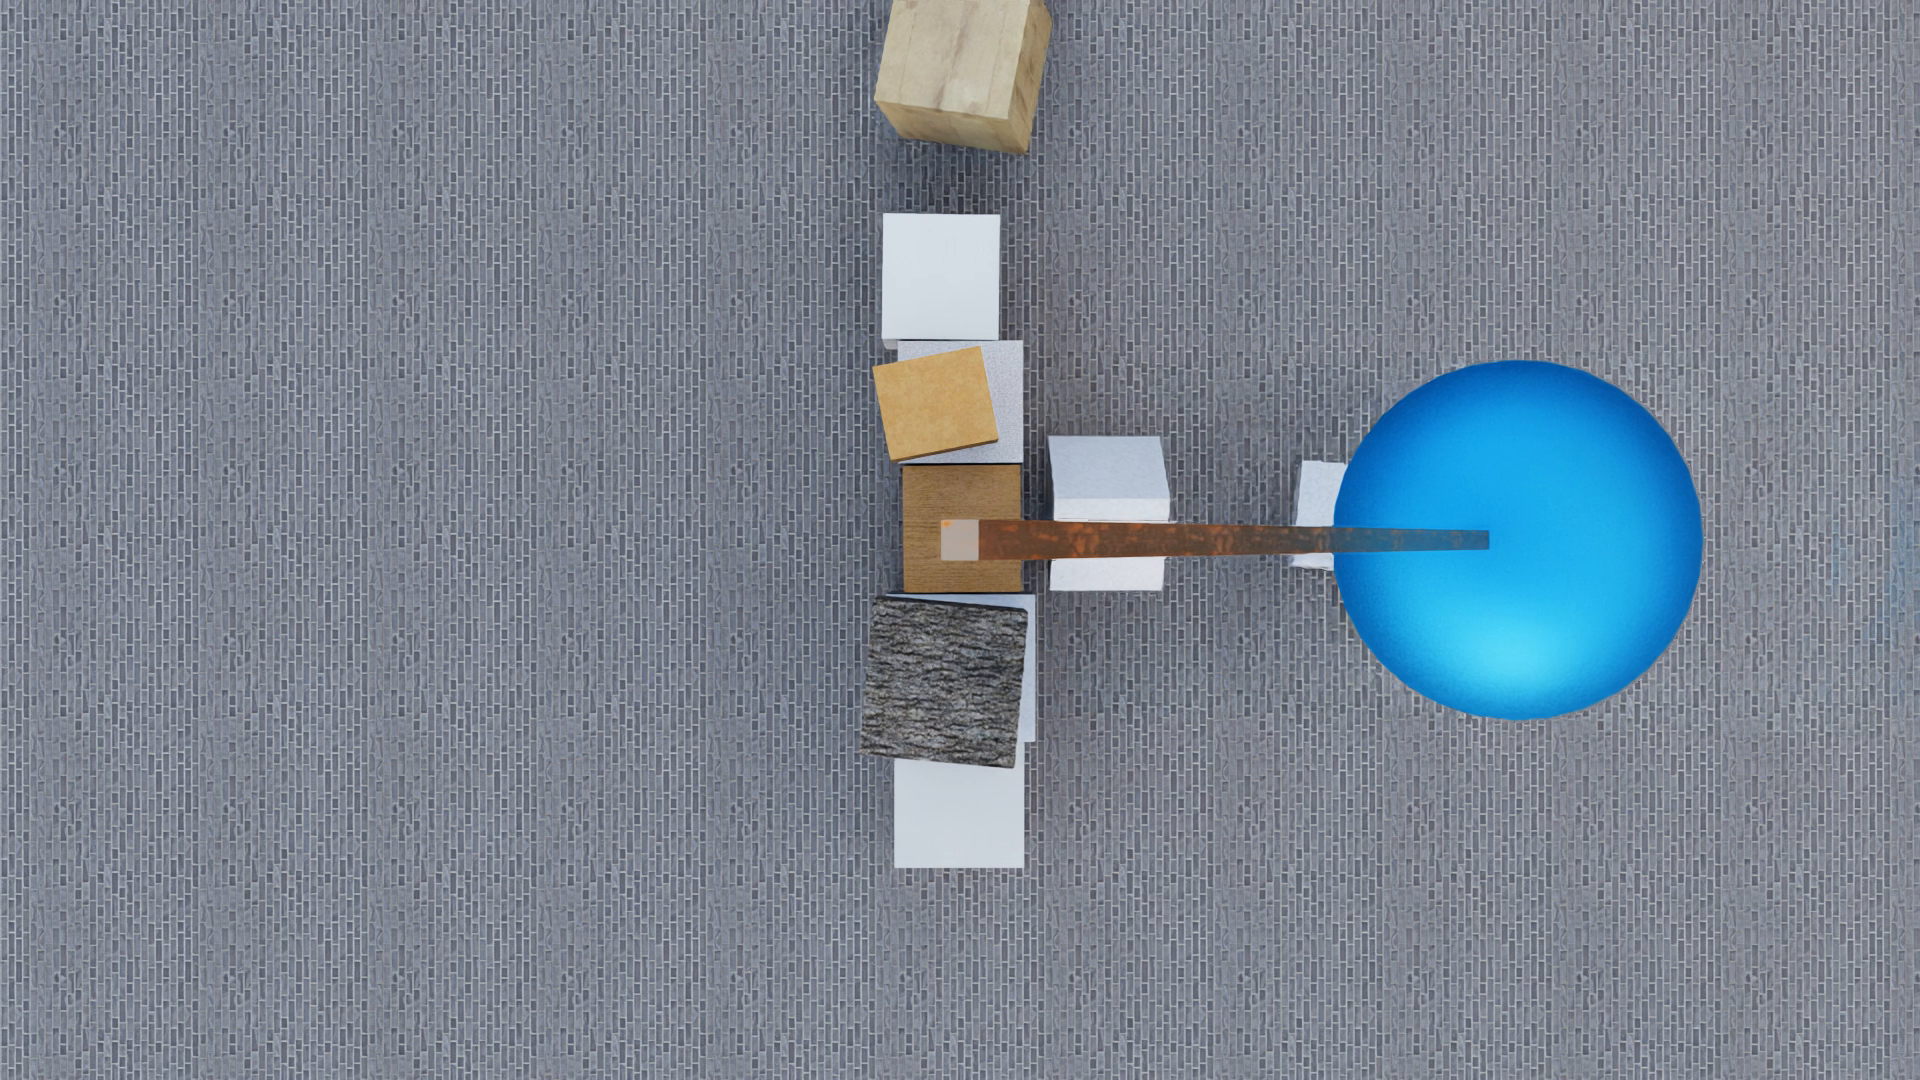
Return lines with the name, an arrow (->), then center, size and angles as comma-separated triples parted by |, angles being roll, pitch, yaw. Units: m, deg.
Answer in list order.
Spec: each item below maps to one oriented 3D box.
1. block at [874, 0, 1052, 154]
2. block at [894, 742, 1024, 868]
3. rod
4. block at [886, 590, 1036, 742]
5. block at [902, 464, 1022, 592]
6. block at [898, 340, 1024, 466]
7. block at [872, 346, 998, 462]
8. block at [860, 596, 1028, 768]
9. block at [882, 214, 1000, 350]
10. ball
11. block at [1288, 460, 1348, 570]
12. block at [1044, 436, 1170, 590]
block -> 0.028, -2.738, 12.537 | 0.762, 0.750, 0.805 | 10, 86, 11
block -> -0.004, 1.471, 12.615 | 0.722, 0.769, 0.705 | 0, 90, 0
rod -> 1.065, 0.000, 6.652 | 0.080, 5.200, 0.080 | 0, 90, 24
block -> 0.004, 0.707, 12.561 | 0.822, 0.878, 0.811 | 0, 90, 0
block -> 0.011, -0.063, 12.652 | 0.658, 0.697, 0.709 | -1, 90, 0
block -> 0.003, -0.772, 12.649 | 0.698, 0.703, 0.682 | 0, 90, 0
block -> -0.132, -0.738, 12.061 | 0.594, 0.473, 0.511 | -11, 90, 0
block -> -0.084, 0.741, 11.716 | 0.803, 0.813, 0.806 | 5, 90, 0
block -> -0.107, -1.474, 12.655 | 0.652, 0.690, 0.700 | 1, 90, 0
ball -> 2.457, 0.000, 9.753 | 1.600, 1.600, 1.600 | 0, 90, 0
block -> 2.219, -0.121, 12.646 | 0.582, 0.588, 0.590 | 5, 89, 6
block -> 0.827, -0.154, 12.548 | 0.638, 0.631, 0.636 | 0, 126, -2
